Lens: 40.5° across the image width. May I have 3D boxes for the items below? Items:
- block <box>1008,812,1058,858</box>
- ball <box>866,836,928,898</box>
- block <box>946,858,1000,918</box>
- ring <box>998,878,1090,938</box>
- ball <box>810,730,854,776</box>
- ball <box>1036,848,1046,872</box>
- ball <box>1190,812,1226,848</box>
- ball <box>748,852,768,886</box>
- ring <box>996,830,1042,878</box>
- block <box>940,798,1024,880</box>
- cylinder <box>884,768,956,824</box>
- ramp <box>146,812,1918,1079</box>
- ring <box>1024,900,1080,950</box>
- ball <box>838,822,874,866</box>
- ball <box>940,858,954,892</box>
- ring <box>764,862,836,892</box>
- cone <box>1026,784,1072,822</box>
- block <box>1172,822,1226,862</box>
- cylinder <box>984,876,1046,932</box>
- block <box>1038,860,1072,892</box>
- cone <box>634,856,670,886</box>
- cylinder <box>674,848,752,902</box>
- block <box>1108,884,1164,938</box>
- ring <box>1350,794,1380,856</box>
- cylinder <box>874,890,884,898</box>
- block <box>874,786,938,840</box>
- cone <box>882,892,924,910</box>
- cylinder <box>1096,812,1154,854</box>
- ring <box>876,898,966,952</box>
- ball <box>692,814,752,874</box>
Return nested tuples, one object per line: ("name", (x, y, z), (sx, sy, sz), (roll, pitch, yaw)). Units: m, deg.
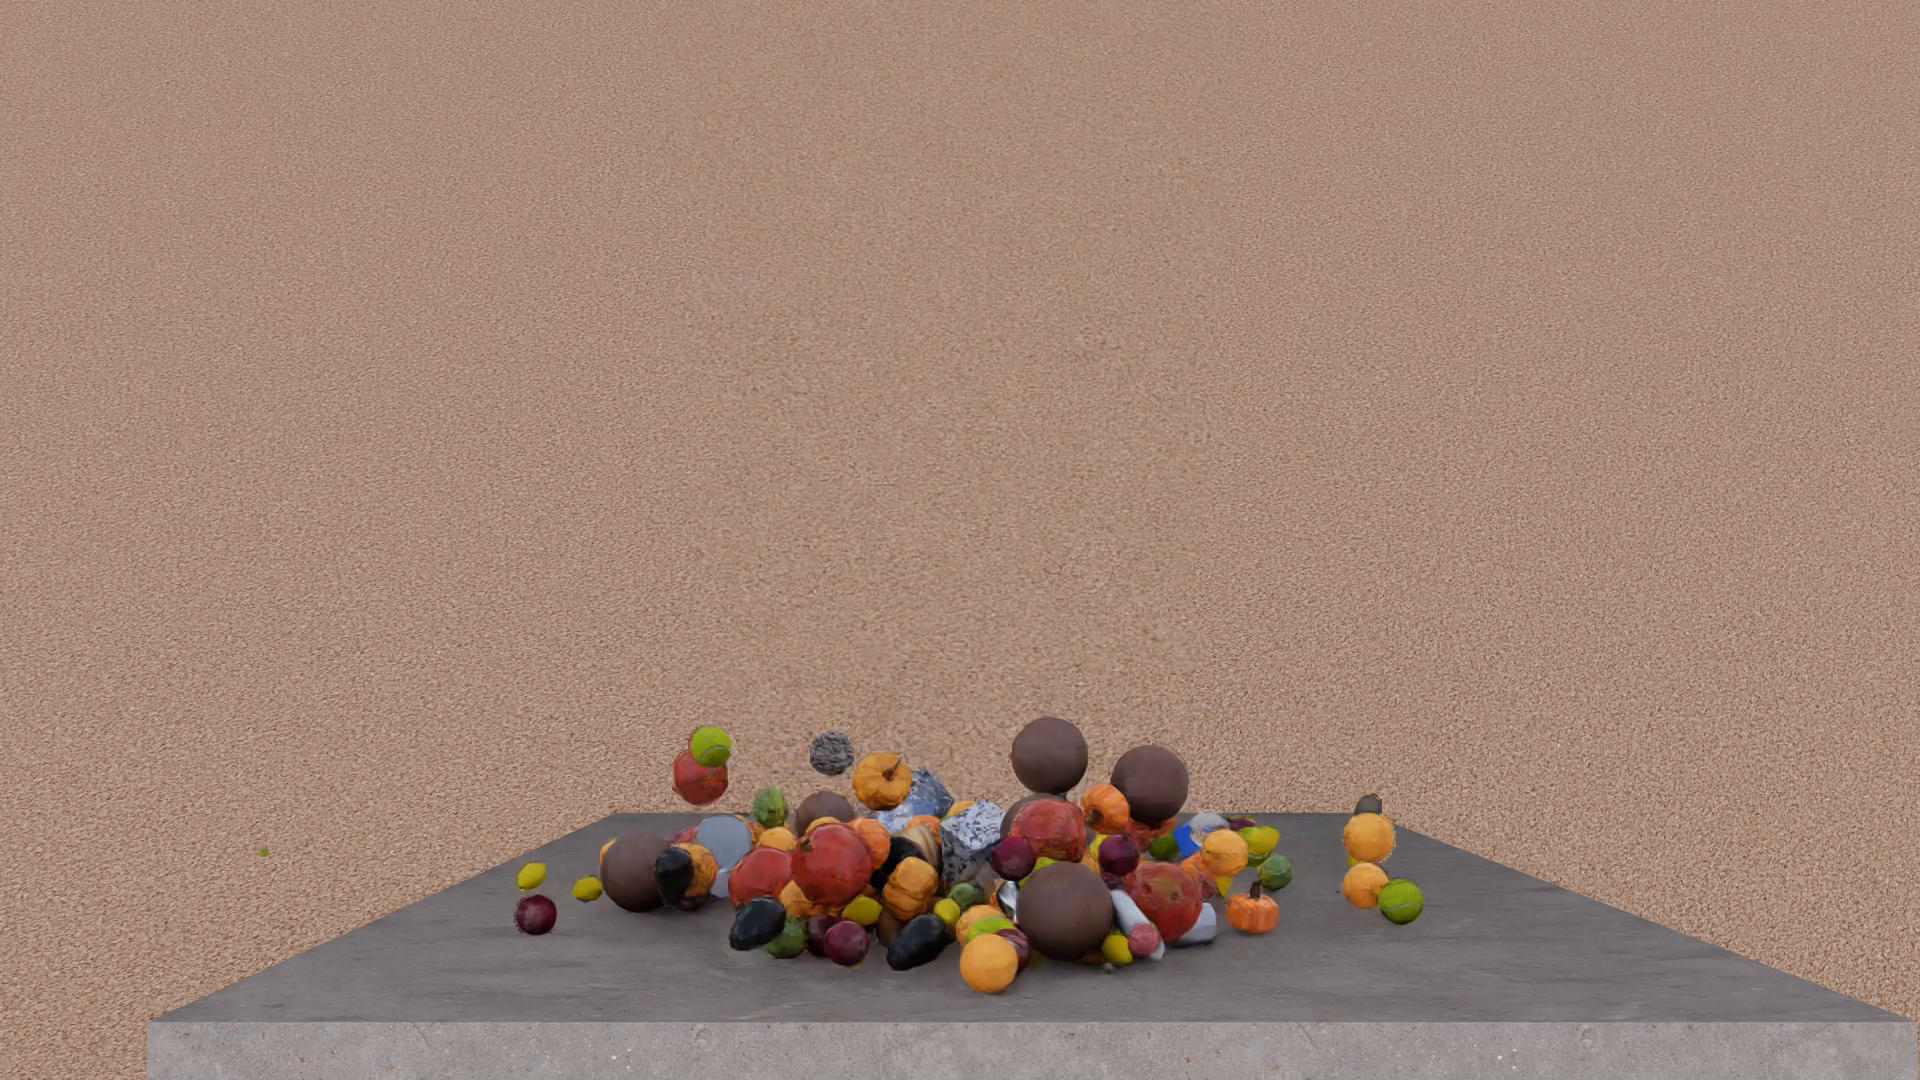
("block", (0.139, 0.600, 5.260), (0.090, 0.090, 0.090), (0, 80, -15))
("ball", (-0.091, 0.473, 3.762), (0.090, 0.090, 0.090), (0, 37, 0))
("block", (0.025, 0.533, 3.989), (0.054, 0.054, 0.054), (-33, 5, 31))
("ring", (0.119, 0.524, 3.695), (0.143, 0.048, 0.143), (22, 6, -2))
("ball", (-0.264, 0.439, 5.351), (0.093, 0.093, 0.093), (0, 37, 0))
("ball", (0.134, 0.607, 4.961), (0.060, 0.060, 0.060), (0, 37, 0))
("ball", (0.465, 0.544, 4.879), (0.070, 0.070, 0.070), (0, 37, 0))
("ball", (-0.377, 0.596, 4.714), (0.060, 0.060, 0.060), (0, 37, 0))
("ring", (0.090, 0.486, 3.992), (0.028, 0.083, 0.083), (19, 18, -44))
("block", (0.036, 0.483, 4.079), (0.093, 0.093, 0.093), (-25, 37, -28))
("cylinder", (-0.076, 0.501, 4.935), (0.097, 0.097, 0.097), (-41, 49, -13))
("ramp", (0.082, 0.686, 4.935), (2.000, 0.100, 4.000), (0, -3, 0))
("ring", (0.127, 0.529, 3.577), (0.091, 0.091, 0.030), (27, 68, 31))
("ball", (-0.198, 0.603, 5.173), (0.088, 0.088, 0.088), (0, 37, 0))
("ball", (-0.039, 0.563, 4.363), (0.062, 0.062, 0.062), (0, 37, 0))
("ring", (-0.285, 0.601, 4.642), (0.131, 0.044, 0.131), (-1, -2, 0))
("cone", (0.147, 0.486, 4.671), (0.076, 0.076, 0.076), (-26, 30, 24))
("block", (0.479, 0.597, 5.217), (0.066, 0.066, 0.066), (-27, -5, 33))
("cylinder", (0.085, 0.548, 3.913), (0.079, 0.079, 0.079), (-2, 36, -18))
("block", (0.169, 0.595, 4.607), (0.052, 0.052, 0.052), (0, -3, -7))
("cone", (-0.567, 0.613, 4.725), (0.059, 0.059, 0.059), (-30, 46, -26))
("cylinder", (-0.411, 0.551, 4.330), (0.097, 0.097, 0.097), (-28, 3, -32))
("block", (0.254, 0.538, 3.741), (0.057, 0.057, 0.057), (5, 58, 26))
("ring", (0.783, 0.552, 5.028), (0.040, 0.121, 0.121), (9, 38, 18))
("cylinder", (-0.114, 0.581, 4.420), (0.062, 0.062, 0.062), (-11, 0, -15))
("block", (-0.095, 0.492, 4.492), (0.082, 0.082, 0.082), (22, 61, 10))
("cone", (-0.091, 0.574, 3.928), (0.072, 0.072, 0.072), (8, 25, 10))
("cylinder", (0.339, 0.603, 5.359), (0.084, 0.084, 0.084), (7, 27, -40))
("ring", (-0.056, 0.544, 3.680), (0.128, 0.043, 0.128), (-7, 16, 2))
("ball", (-0.387, 0.495, 4.242), (0.098, 0.098, 0.098), (0, 37, 0))
